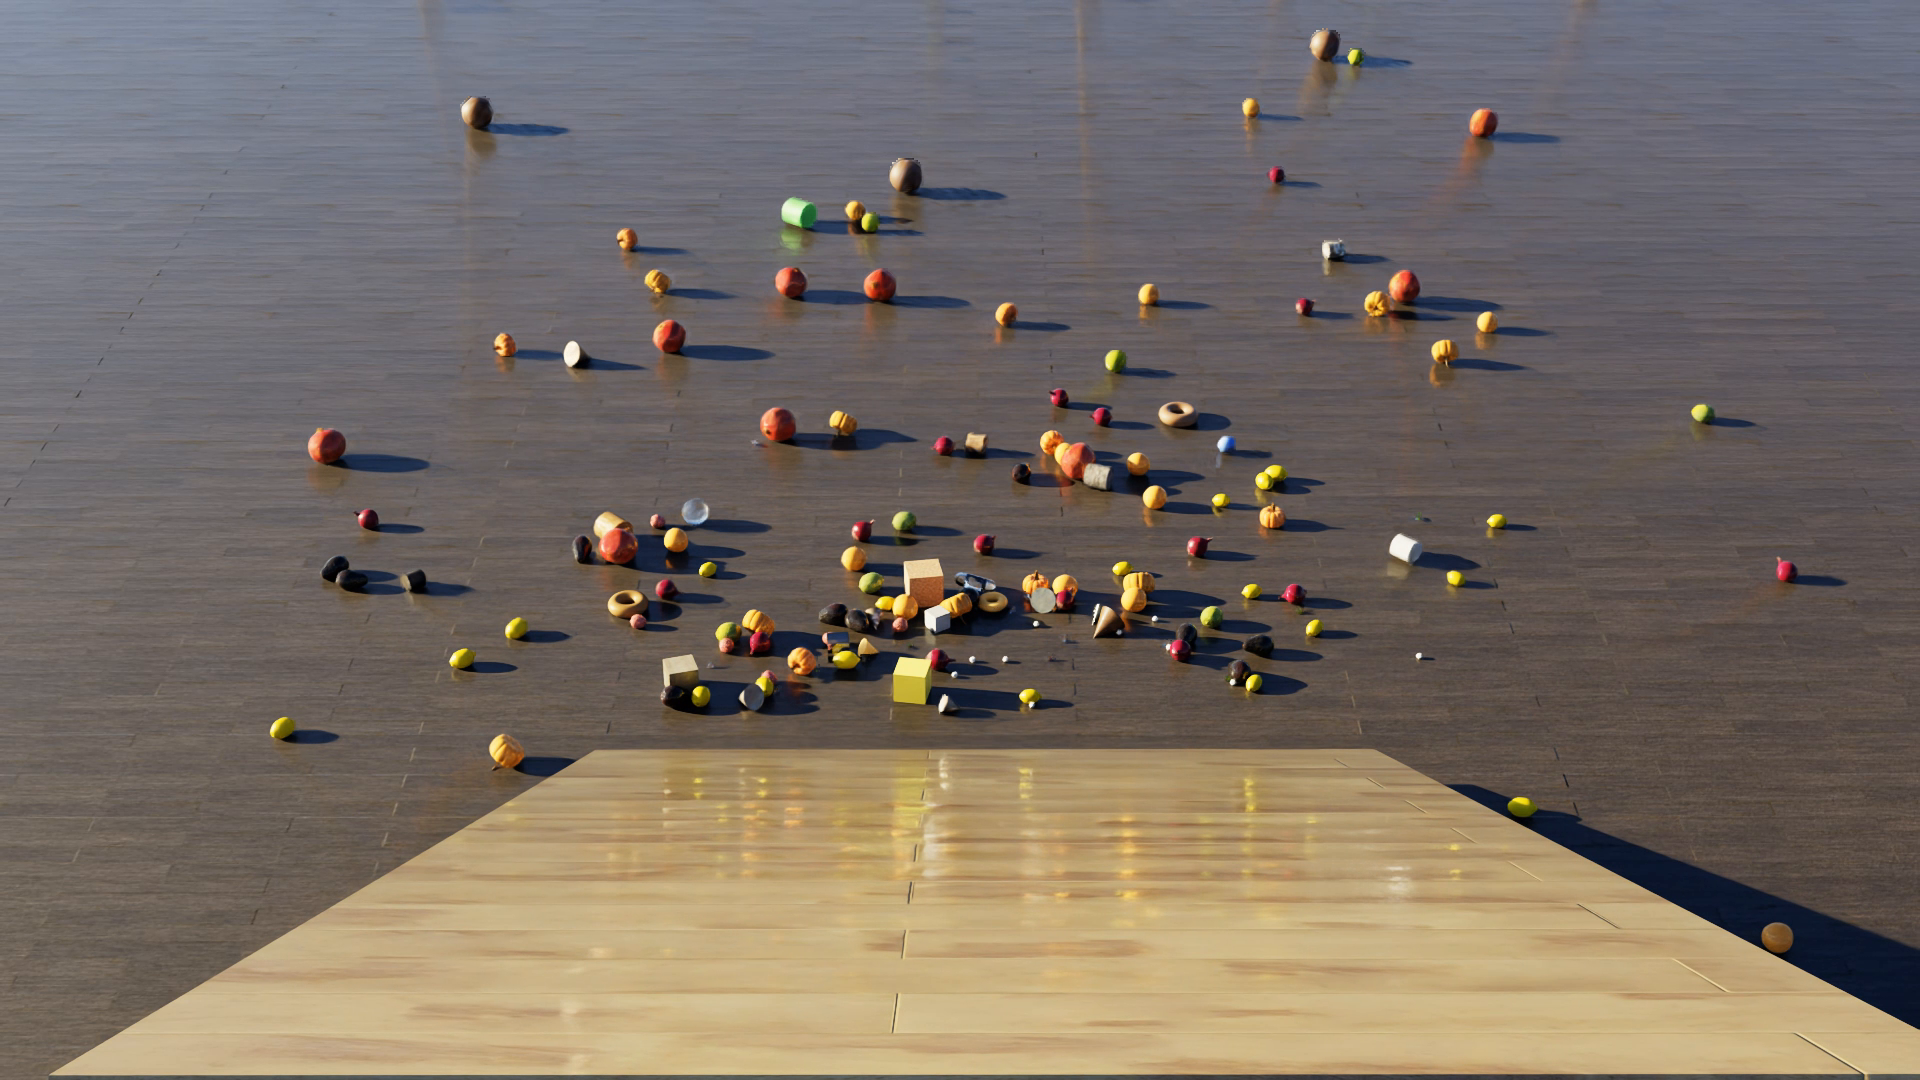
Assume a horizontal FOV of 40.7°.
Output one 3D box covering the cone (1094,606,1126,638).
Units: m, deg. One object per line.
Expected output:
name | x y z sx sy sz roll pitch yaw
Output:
cone | 0.405 0.247 7.295 0.086 0.086 0.086 -45 47 -17

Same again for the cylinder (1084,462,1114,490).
cylinder | 0.431 -0.198 8.041 0.074 0.074 0.074 12 32 20

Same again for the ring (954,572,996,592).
ring | 0.044 0.123 7.469 0.123 0.041 0.123 14 -2 0

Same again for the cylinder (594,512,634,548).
cylinder | -1.035 -0.030 7.738 0.084 0.084 0.084 -25 38 -37

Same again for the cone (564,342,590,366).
cone | -1.292 -0.629 8.837 0.085 0.085 0.085 9 16 -45

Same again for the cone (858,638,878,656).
cone | -0.248 0.307 7.205 0.054 0.054 0.054 19 23 -22

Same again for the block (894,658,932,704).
block | -0.129 0.381 7.010 0.087 0.087 0.087 5 30 9

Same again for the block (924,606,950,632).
block | -0.064 0.224 7.323 0.051 0.051 0.051 -20 35 -31

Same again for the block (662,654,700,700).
block | -0.758 0.372 7.033 0.081 0.081 0.081 -9 31 -15

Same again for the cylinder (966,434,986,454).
cylinder | 0.052 -0.306 8.252 0.055 0.055 0.055 9 31 13

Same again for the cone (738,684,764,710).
cone | -0.579 0.426 6.986 0.072 0.072 0.072 -9 16 46

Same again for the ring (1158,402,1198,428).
ring | 0.715 -0.409 8.447 0.131 0.044 0.131 1 30 -1

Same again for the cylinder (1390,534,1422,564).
cylinder | 1.319 0.027 7.654 0.067 0.067 0.067 -26 39 -38

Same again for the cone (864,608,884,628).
cone | -0.241 0.231 7.336 0.057 0.057 0.057 -4 56 -7

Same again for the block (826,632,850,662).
block | -0.338 0.298 7.183 0.061 0.061 0.061 -3 30 -5

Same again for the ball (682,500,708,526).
ball | -0.803 -0.084 7.837 0.079 0.079 0.079 0 30 0

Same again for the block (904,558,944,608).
block | -0.104 0.125 7.449 0.099 0.099 0.099 -5 30 -8

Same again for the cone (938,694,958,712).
cone | -0.022 0.449 6.956 0.051 0.051 0.051 35 27 -14

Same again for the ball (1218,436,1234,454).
ball | 0.849 -0.303 8.250 0.052 0.052 0.052 0 30 0

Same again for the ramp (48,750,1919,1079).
ramp | 0.066 0.592 4.646 2.000 0.100 4.000 0 0 0

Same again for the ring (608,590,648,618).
ring | -0.949 0.184 7.407 0.117 0.039 0.117 0 31 0

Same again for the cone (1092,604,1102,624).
cone | 0.390 0.222 7.354 0.054 0.054 0.054 21 62 32

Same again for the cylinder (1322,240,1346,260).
cylinder | 1.388 -1.077 9.602 0.062 0.062 0.062 -10 31 -16

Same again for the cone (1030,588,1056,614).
cone | 0.243 0.171 7.435 0.074 0.074 0.074 5 3 9

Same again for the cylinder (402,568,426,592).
cylinder | -1.586 0.116 7.512 0.052 0.052 0.052 -24 37 -35

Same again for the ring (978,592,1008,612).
ring | 0.093 0.178 7.426 0.088 0.029 0.088 -1 31 0
